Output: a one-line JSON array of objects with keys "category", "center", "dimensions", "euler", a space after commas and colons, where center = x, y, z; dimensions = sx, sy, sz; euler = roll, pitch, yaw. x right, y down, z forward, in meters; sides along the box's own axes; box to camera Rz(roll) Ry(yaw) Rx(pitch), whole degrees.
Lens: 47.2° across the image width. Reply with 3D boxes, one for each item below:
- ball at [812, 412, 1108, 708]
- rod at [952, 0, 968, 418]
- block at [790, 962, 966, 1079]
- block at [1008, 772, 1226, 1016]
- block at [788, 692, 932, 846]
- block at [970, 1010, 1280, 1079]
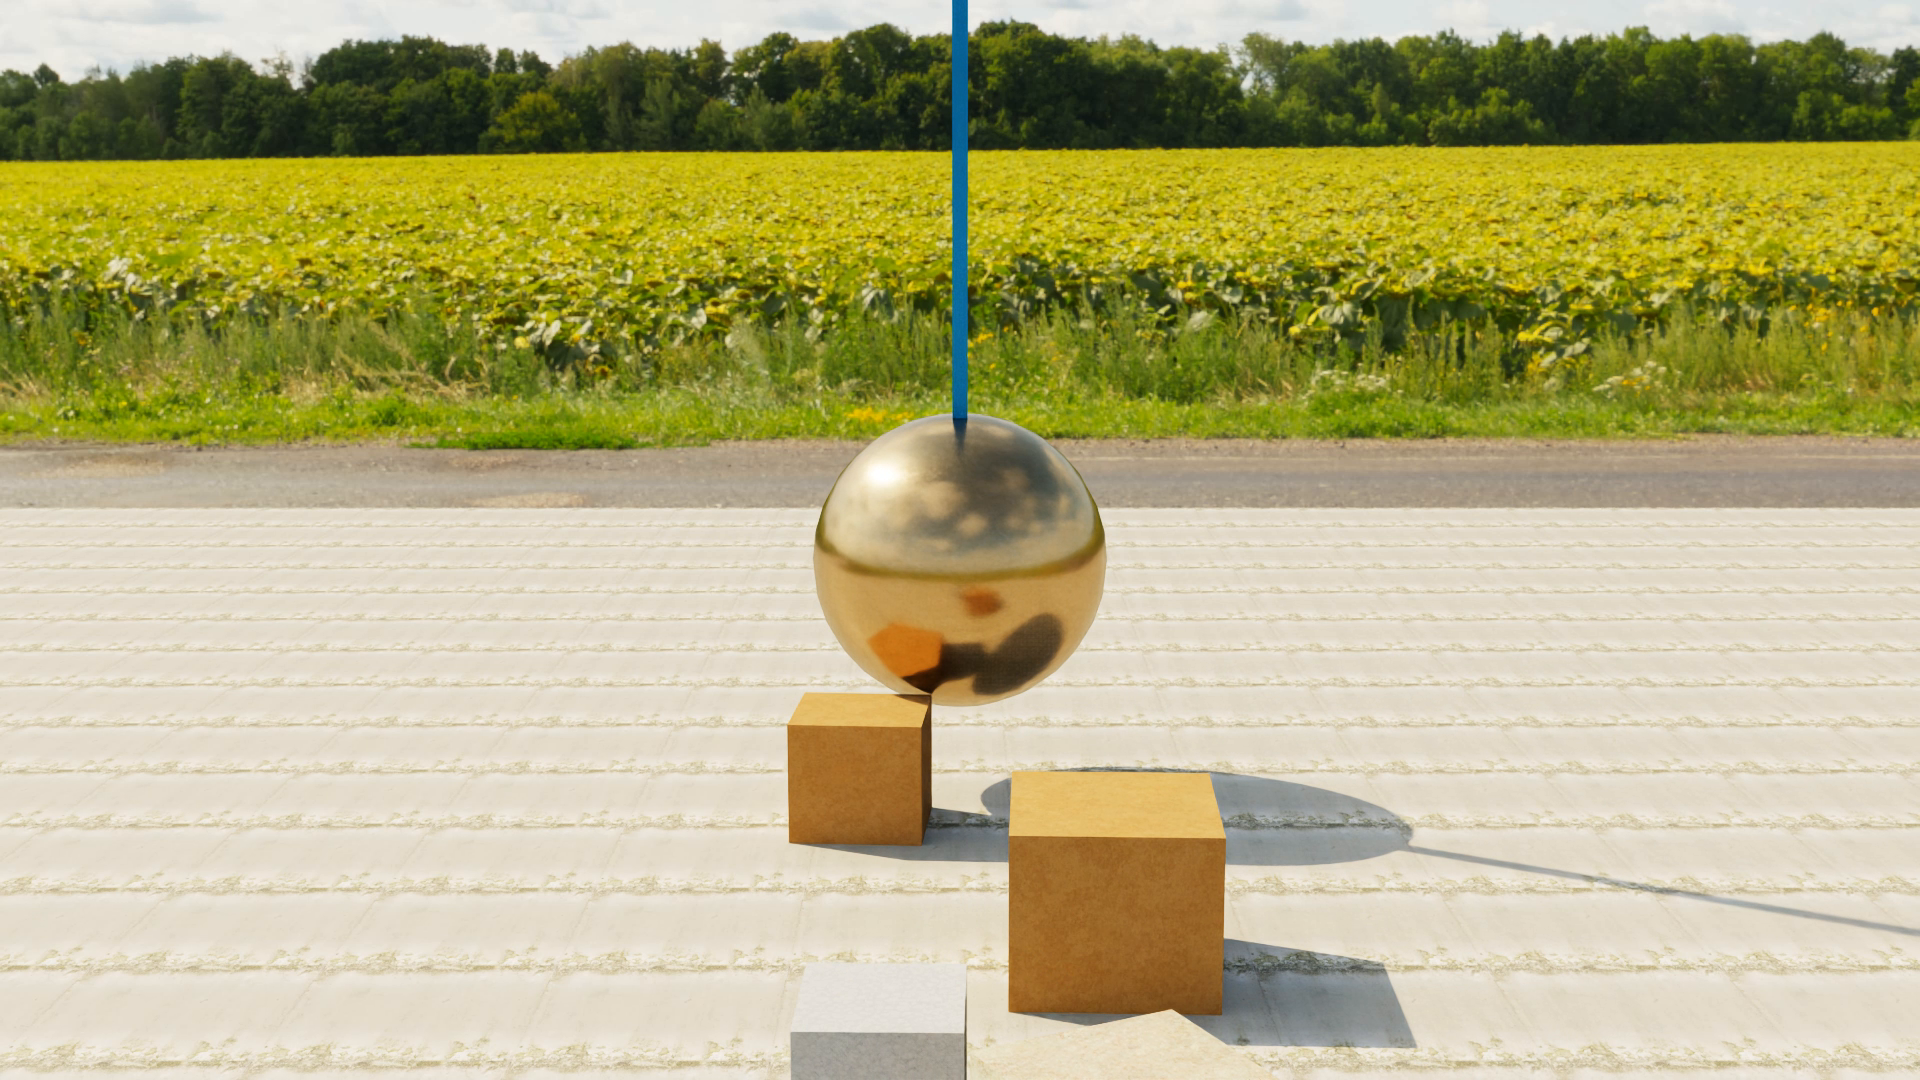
[{"category": "ball", "center": [0.000, 0.106, 11.957], "dimensions": [1.600, 1.600, 1.600], "euler": [0, 10, 0]}, {"category": "rod", "center": [0.000, -3.138, 10.938], "dimensions": [0.080, 5.200, 0.080], "euler": [0, 17, 0]}, {"category": "block", "center": [-0.274, 1.869, 7.773], "dimensions": [0.586, 0.541, 0.633], "euler": [0, 10, 1]}, {"category": "block", "center": [0.648, 1.478, 9.341], "dimensions": [0.869, 0.750, 0.920], "euler": [0, 10, 2]}, {"category": "block", "center": [-0.508, 1.175, 11.375], "dimensions": [0.675, 0.618, 0.659], "euler": [1, 10, 4]}, {"category": "block", "center": [0.503, 1.960, 6.771], "dimensions": [0.738, 0.720, 0.635], "euler": [-5, 12, -26]}]
